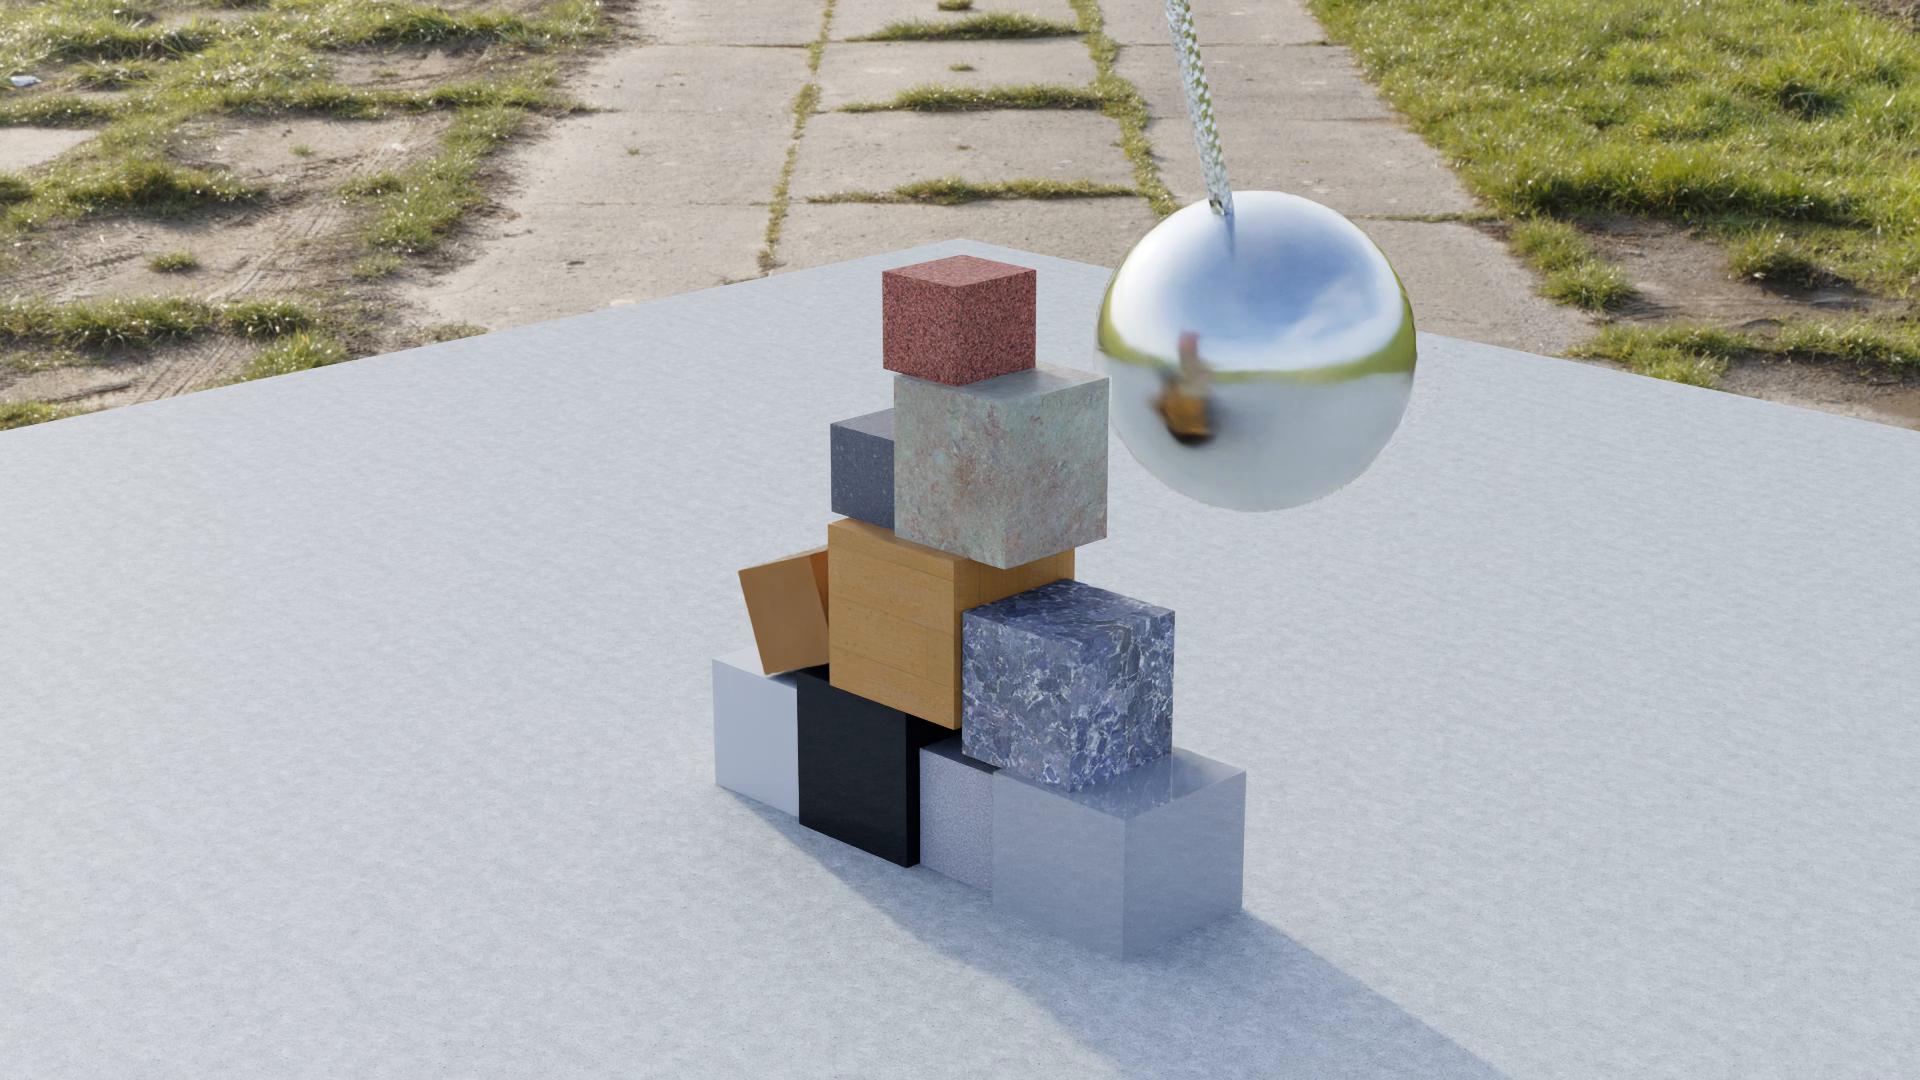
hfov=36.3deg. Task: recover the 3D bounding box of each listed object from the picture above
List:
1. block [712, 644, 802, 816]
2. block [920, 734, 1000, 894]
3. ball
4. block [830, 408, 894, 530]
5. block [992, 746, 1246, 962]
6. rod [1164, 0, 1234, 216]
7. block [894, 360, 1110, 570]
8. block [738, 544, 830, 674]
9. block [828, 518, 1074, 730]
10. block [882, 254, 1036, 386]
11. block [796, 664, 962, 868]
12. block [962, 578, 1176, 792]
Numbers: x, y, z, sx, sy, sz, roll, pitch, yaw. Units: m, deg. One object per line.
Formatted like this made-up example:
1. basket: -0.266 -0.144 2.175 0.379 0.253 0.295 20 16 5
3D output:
1. block: -0.746 0.893 14.410 0.650 0.656 0.666 -17 24 -42
2. block: 0.219 1.225 13.484 0.571 0.577 0.570 -17 24 -42
3. ball: 1.467 -0.936 14.585 1.600 1.600 1.600 0 17 0
4. block: -0.258 -0.333 13.487 0.480 0.422 0.472 -17 24 -42
5. block: 0.705 1.332 13.012 0.800 0.657 0.778 -17 24 -42
6. rod: 0.636 -3.730 12.836 0.080 5.200 0.080 17 44 42
7. block: 0.183 -0.368 13.061 0.655 0.743 0.692 -17 24 -42
8. block: -0.616 0.297 14.054 0.579 0.517 0.549 -17 3 -42
9. block: -0.040 0.302 13.475 0.781 0.784 0.815 -17 24 -42
10. block: -0.003 -0.981 13.031 0.505 0.444 0.461 -17 24 -42
11. block: -0.233 0.982 13.919 0.779 0.780 0.739 -17 24 -42
12. block: 0.479 0.634 13.017 0.669 0.671 0.657 -17 24 -42
